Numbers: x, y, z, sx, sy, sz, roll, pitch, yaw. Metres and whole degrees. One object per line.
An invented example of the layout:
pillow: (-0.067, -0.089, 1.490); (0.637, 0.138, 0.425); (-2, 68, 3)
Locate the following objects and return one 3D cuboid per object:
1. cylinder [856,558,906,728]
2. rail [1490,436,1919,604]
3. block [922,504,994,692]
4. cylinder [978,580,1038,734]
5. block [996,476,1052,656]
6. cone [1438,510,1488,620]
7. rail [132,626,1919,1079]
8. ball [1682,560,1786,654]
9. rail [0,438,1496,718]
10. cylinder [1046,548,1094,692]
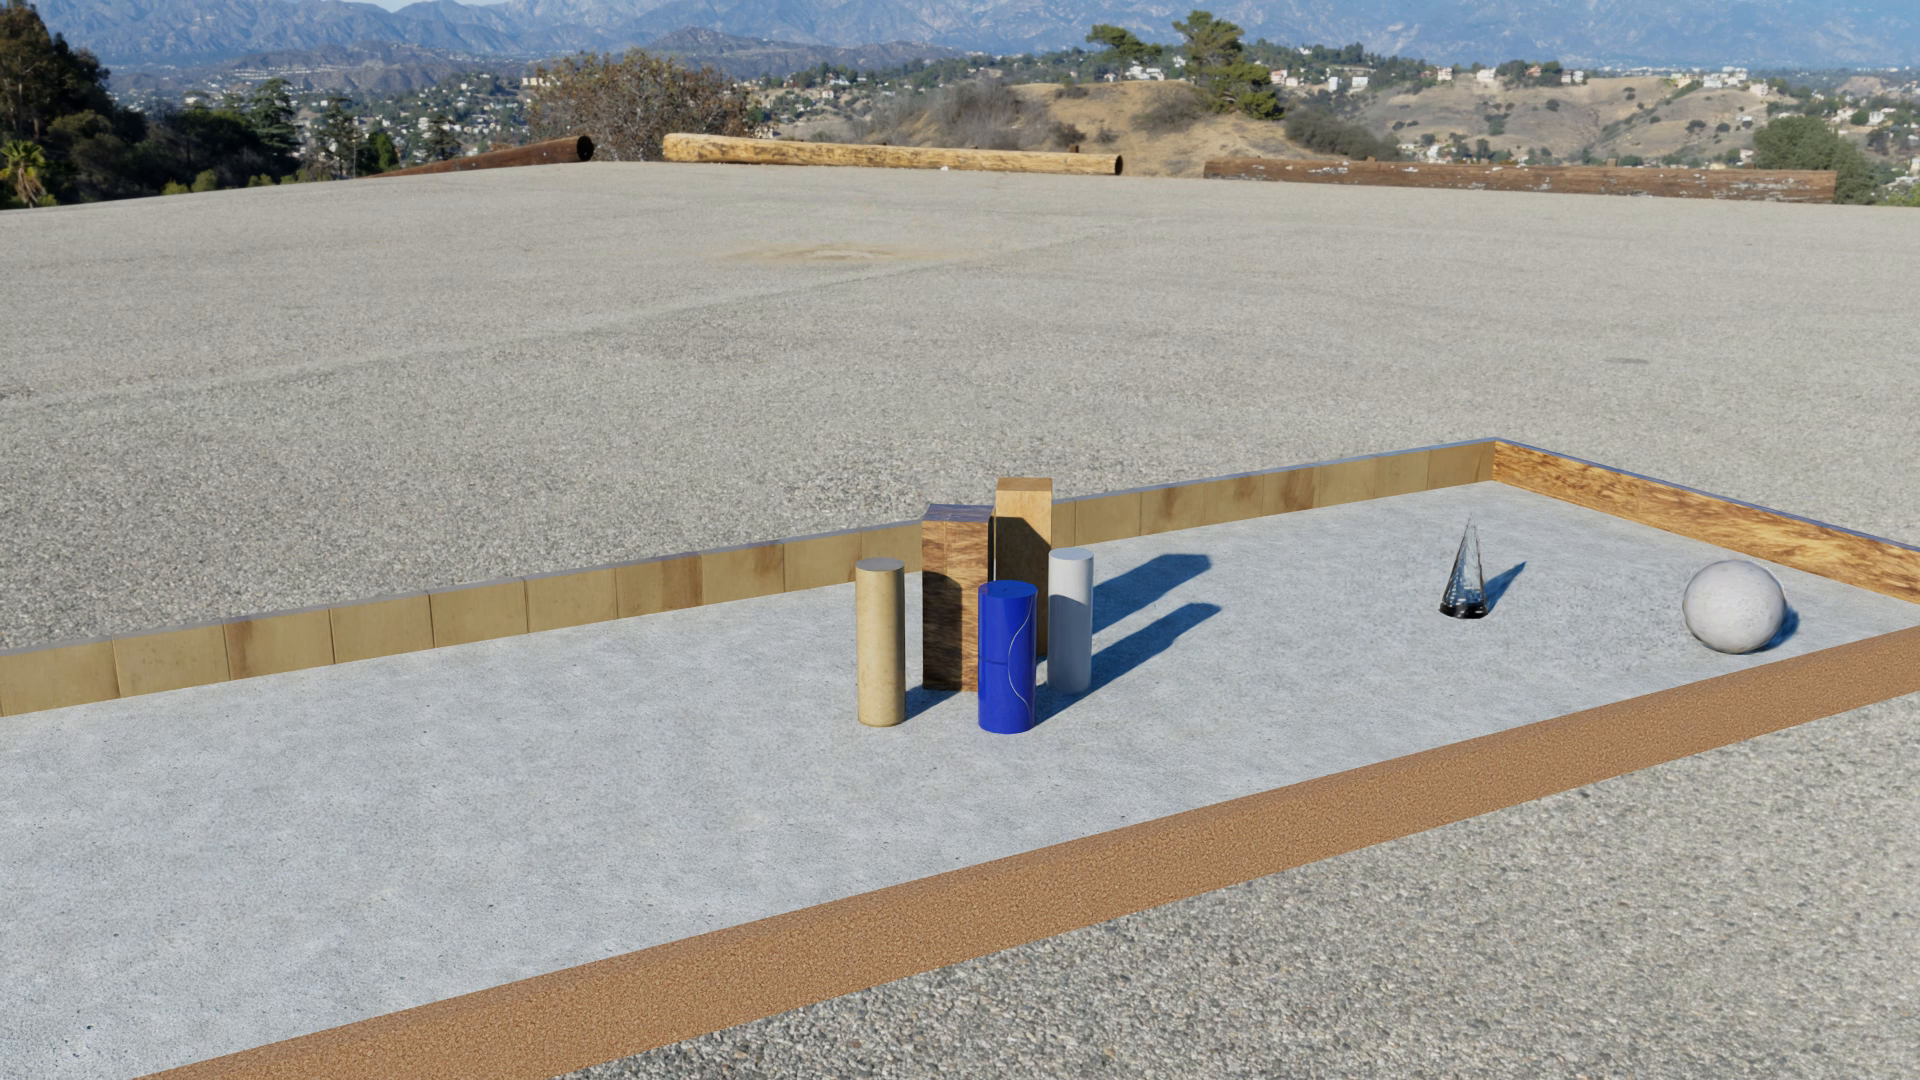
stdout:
cylinder: (-0.185, 0.240, 3.861); (0.115, 0.382, 0.115); (0, 16, 0)
rail: (2.466, -0.048, 5.253); (0.050, 0.150, 2.100); (-9, 18, -27)
block: (-0.003, 0.143, 4.098); (0.160, 0.435, 0.160); (2, 16, 6)
cylinder: (0.110, 0.272, 3.842); (0.137, 0.332, 0.137); (0, 16, 0)
block: (0.168, 0.068, 4.334); (0.141, 0.444, 0.141); (1, 16, 4)
cone: (1.425, 0.057, 4.625); (0.134, 0.302, 0.134); (0, 16, 0)
rail: (-2.336, 1.006, 1.665); (12.000, 0.150, 0.050); (-9, 18, -27)
ball: (2.029, 0.174, 4.326); (0.246, 0.246, 0.246); (0, 16, 0)
rail: (-3.305, 0.497, 3.399); (12.000, 0.150, 0.050); (-9, 18, -27)
cylinder: (0.272, 0.198, 4.074); (0.110, 0.342, 0.110); (0, 16, 0)
